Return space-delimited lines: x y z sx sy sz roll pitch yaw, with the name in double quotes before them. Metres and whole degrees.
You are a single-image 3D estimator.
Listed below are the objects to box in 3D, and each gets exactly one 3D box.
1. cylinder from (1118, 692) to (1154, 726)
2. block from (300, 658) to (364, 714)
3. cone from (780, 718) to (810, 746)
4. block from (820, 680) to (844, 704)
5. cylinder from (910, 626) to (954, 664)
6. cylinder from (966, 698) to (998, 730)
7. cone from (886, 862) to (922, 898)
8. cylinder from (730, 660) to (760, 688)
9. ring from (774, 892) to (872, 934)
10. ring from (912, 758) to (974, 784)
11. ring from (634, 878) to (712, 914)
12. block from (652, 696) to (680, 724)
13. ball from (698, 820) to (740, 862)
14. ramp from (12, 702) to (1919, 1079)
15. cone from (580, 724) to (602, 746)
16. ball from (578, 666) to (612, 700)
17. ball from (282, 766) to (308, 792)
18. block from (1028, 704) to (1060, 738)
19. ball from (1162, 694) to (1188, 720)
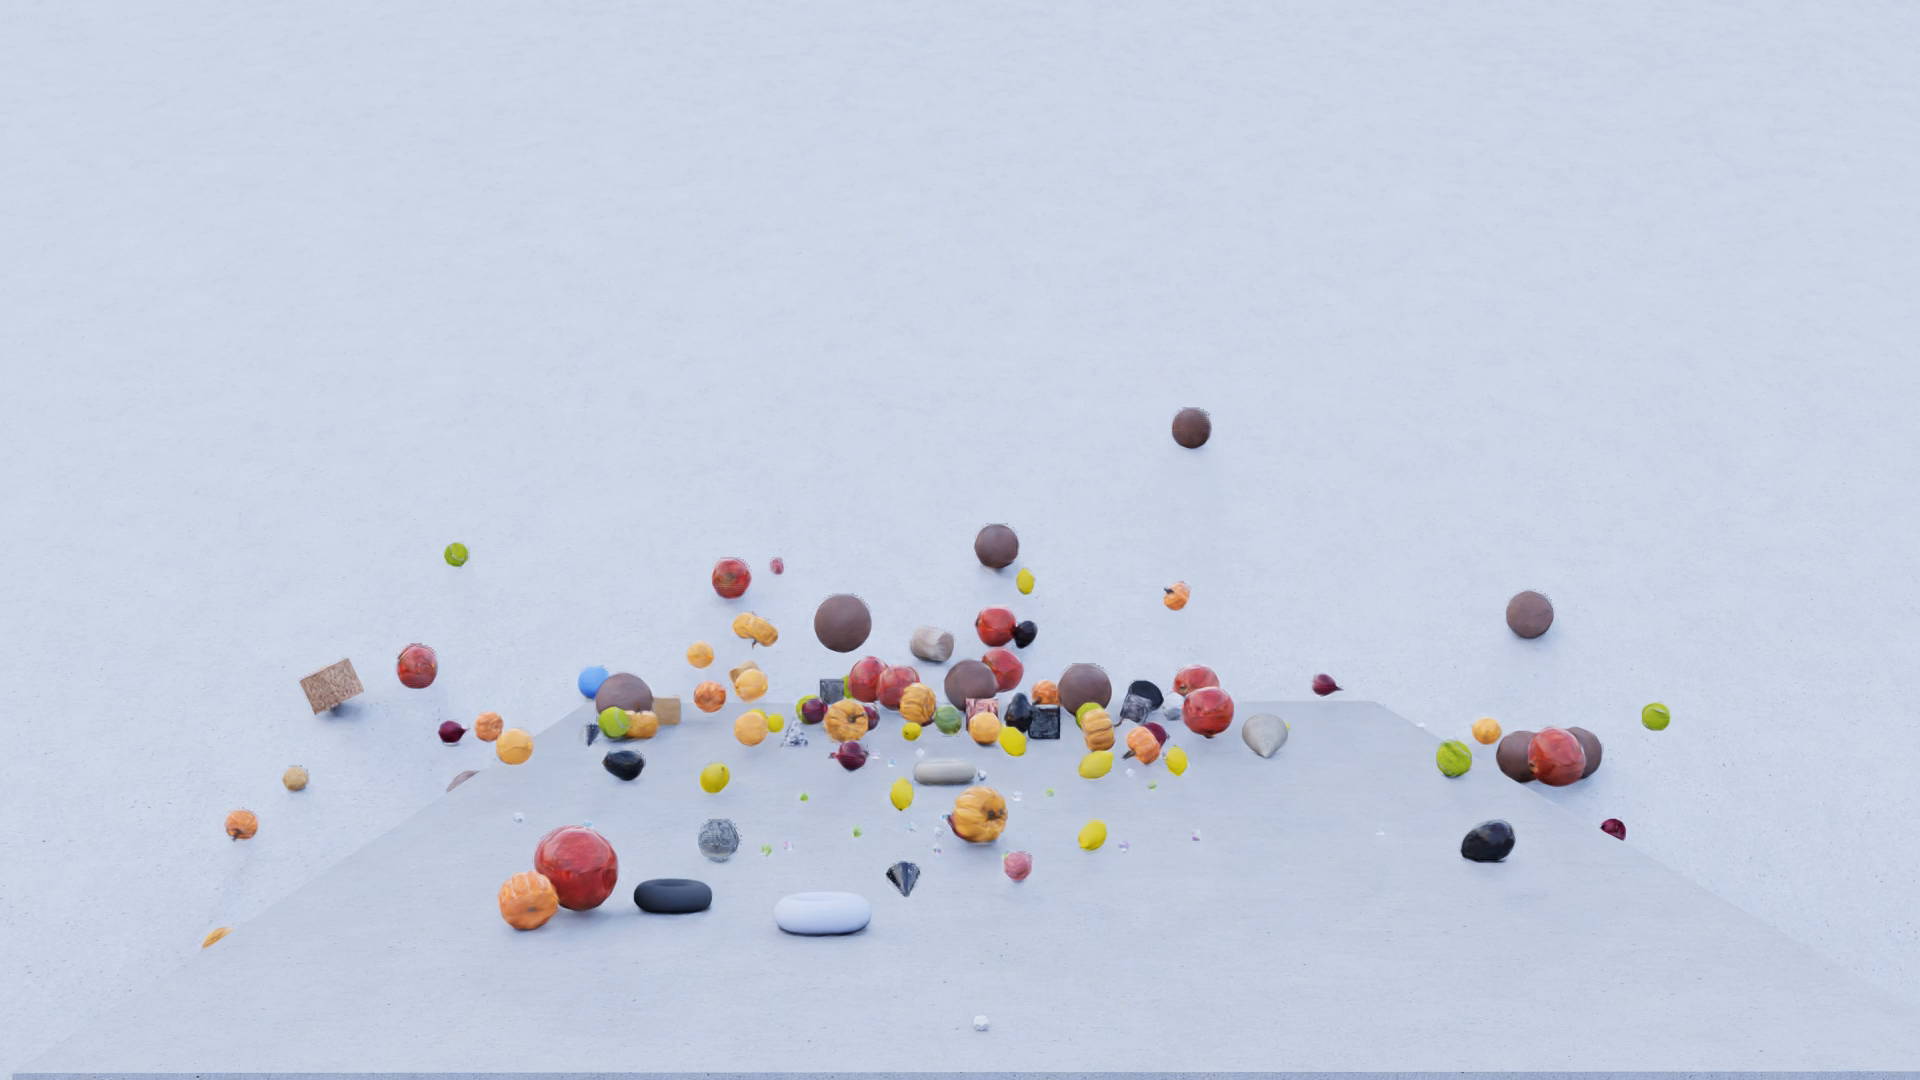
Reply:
"cylinder" 0.370 0.354 5.426 0.054 0.054 0.054 31 30 3
"block" -1.625 0.378 6.670 0.098 0.098 0.098 -22 5 33
"cone" -0.355 0.410 5.537 0.063 0.063 0.063 0 2 0
"block" -0.323 0.383 6.517 0.058 0.058 0.058 0 2 -4
"cylinder" -0.075 0.282 6.939 0.084 0.084 0.084 11 27 33
"cylinder" 0.050 0.394 5.834 0.070 0.070 0.070 0 25 2
"cone" -0.076 0.486 3.608 0.050 0.050 0.050 -3 29 -7
"cylinder" -0.569 0.354 6.819 0.055 0.055 0.055 18 30 33
"ring" -0.178 0.484 3.346 0.128 0.043 0.128 -1 0 0
"ring" -0.031 0.440 4.893 0.120 0.040 0.120 -2 2 0
"ring" -0.389 0.483 3.499 0.108 0.036 0.108 1 1 0
"block" -0.685 0.396 6.007 0.062 0.062 0.062 0 1 -10
"ball" -0.367 0.457 3.921 0.063 0.063 0.063 0 25 0
"ramp" 0.057 0.519 4.559 2.000 0.100 4.000 0 2 0
"cone" -0.796 0.430 5.547 0.050 0.050 0.050 0 28 0
"ball" -0.946 0.369 6.674 0.085 0.085 0.085 0 25 0
"ball" -1.632 0.586 6.328 0.060 0.060 0.060 0 25 0
"block" 0.186 0.402 5.720 0.066 0.066 0.066 0 2 -4
"ball" 0.509 0.393 6.090 0.062 0.062 0.062 0 25 0
